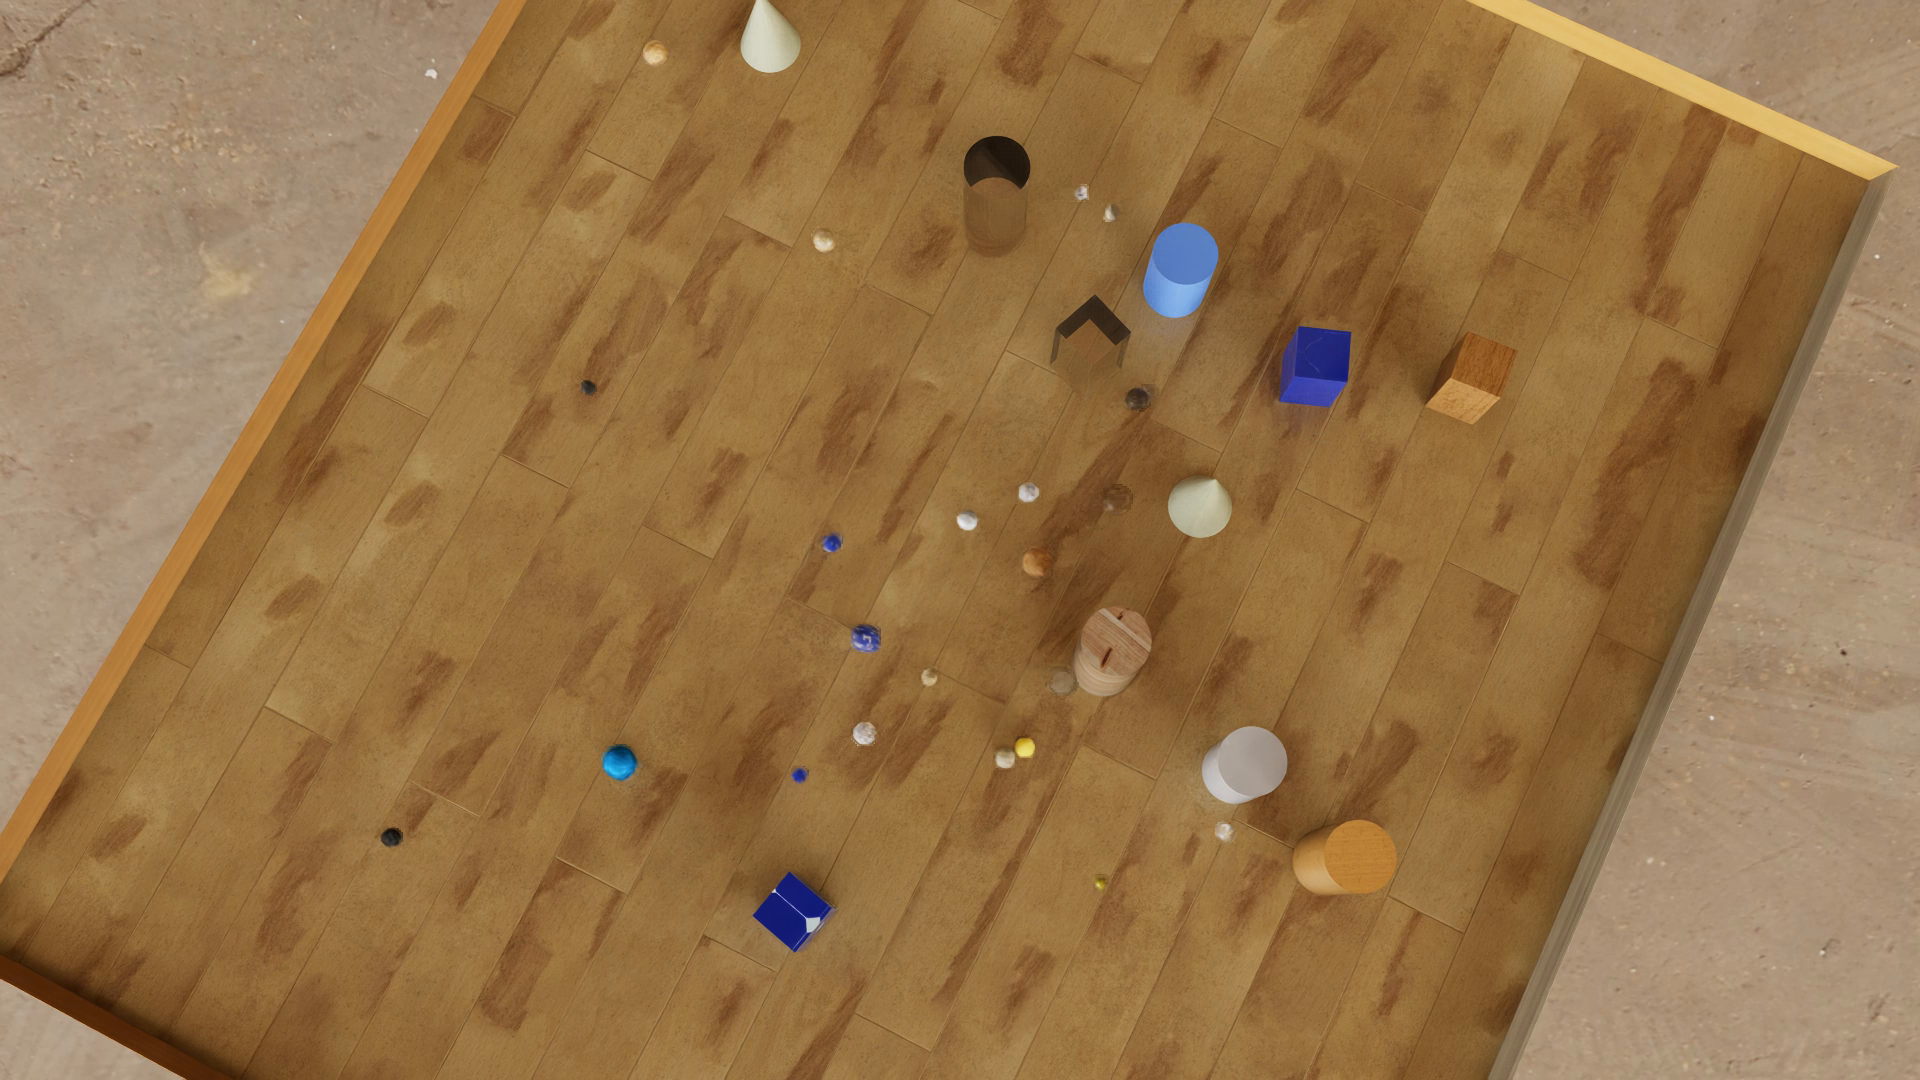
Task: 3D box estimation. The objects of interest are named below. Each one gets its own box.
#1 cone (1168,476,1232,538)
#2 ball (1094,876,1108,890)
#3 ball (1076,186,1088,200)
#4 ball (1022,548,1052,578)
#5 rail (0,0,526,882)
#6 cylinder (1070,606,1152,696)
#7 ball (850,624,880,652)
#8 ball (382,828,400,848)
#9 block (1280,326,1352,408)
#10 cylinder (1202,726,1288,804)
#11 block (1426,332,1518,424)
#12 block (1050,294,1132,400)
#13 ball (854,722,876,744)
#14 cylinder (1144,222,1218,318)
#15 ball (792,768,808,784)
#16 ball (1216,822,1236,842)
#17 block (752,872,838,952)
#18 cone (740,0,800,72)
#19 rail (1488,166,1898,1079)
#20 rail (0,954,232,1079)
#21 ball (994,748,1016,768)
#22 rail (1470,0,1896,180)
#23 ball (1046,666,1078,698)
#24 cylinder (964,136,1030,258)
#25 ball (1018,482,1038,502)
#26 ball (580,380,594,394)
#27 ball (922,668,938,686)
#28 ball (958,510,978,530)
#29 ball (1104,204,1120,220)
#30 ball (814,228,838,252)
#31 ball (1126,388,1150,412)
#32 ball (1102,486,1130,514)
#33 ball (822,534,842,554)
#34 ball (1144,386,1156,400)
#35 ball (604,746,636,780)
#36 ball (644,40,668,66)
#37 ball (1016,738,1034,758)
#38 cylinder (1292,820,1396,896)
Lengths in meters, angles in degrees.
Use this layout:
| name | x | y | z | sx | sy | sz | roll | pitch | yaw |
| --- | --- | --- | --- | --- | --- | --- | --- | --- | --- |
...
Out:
| name | x | y | z | sx | sy | sz | roll | pitch | yaw |
| --- | --- | --- | --- | --- | --- | --- | --- | --- | --- |
| cone | 0.739 | -0.140 | 5.463 | 0.196 | 0.358 | 0.196 | 0 | 78 | 0 |
| ball | 0.415 | 1.008 | 5.387 | 0.041 | 0.041 | 0.041 | 0 | 78 | 0 |
| ball | 0.387 | -1.103 | 5.824 | 0.040 | 0.040 | 0.040 | 0 | 78 | 0 |
| ball | 0.232 | 0.069 | 5.556 | 0.091 | 0.091 | 0.091 | 0 | 78 | 0 |
| rail | -1.852 | -0.900 | 5.737 | 0.045 | 0.128 | 4.750 | 26 | 80 | 5 |
| cylinder | 0.433 | 0.328 | 5.307 | 0.196 | 0.474 | 0.196 | 0 | 78 | 0 |
| ball | -0.285 | 0.295 | 5.511 | 0.088 | 0.088 | 0.088 | 0 | 78 | 0 |
| ball | -1.680 | 0.879 | 5.407 | 0.055 | 0.055 | 0.055 | 0 | 78 | 0 |
| block | 1.080 | -0.526 | 5.586 | 0.157 | 0.272 | 0.157 | 6 | 78 | 1 |
| cylinder | 0.820 | 0.655 | 5.307 | 0.196 | 0.341 | 0.196 | 0 | 78 | 0 |
| block | 1.550 | -0.489 | 5.564 | 0.157 | 0.301 | 0.157 | 22 | 79 | 4 |
| block | 0.391 | -0.578 | 5.548 | 0.157 | 0.369 | 0.157 | -41 | 81 | -8 |
| ball | -0.284 | 0.576 | 5.462 | 0.069 | 0.069 | 0.069 | 0 | 78 | 0 |
| cylinder | 0.675 | -0.826 | 5.632 | 0.196 | 0.304 | 0.196 | 0 | 78 | 0 |
| ball | -0.477 | 0.701 | 5.449 | 0.045 | 0.045 | 0.045 | 0 | 78 | 0 |
| ball | 0.785 | 0.863 | 5.409 | 0.056 | 0.056 | 0.056 | 0 | 78 | 0 |
| block | -0.469 | 1.068 | 5.256 | 0.157 | 0.274 | 0.157 | 39 | 81 | 7 |
| cone | -0.615 | -1.644 | 5.782 | 0.196 | 0.342 | 0.196 | 0 | 78 | 0 |
| rail | 1.852 | 0.913 | 5.361 | 0.045 | 0.128 | 4.750 | 26 | 80 | 5 |
| rail | -1.051 | 2.066 | 5.123 | 4.188 | 0.128 | 0.045 | 26 | 80 | 5 |
| ball | 0.134 | 0.648 | 5.451 | 0.062 | 0.062 | 0.062 | 0 | 78 | 0 |
| rail | 1.051 | -2.052 | 5.975 | 4.188 | 0.128 | 0.045 | 26 | 80 | 5 |
| ball | 0.301 | 0.422 | 5.457 | 0.094 | 0.094 | 0.094 | 0 | 78 | 0 |
| cylinder | 0.108 | -1.040 | 5.586 | 0.196 | 0.481 | 0.196 | 0 | 78 | 0 |
| ball | 0.210 | -0.146 | 5.615 | 0.062 | 0.062 | 0.062 | 0 | 78 | 0 |
| ball | -1.157 | -0.475 | 5.692 | 0.044 | 0.044 | 0.044 | 0 | 78 | 0 |
| ball | -0.091 | 0.412 | 5.505 | 0.052 | 0.052 | 0.052 | 0 | 78 | 0 |
| ball | 0.023 | -0.060 | 5.596 | 0.065 | 0.065 | 0.065 | 0 | 78 | 0 |
| ball | 0.483 | -1.038 | 5.805 | 0.052 | 0.052 | 0.052 | 0 | 78 | 0 |
| ball | -0.424 | -0.944 | 5.773 | 0.077 | 0.077 | 0.077 | 0 | 78 | 0 |
| ball | 0.547 | -0.434 | 5.646 | 0.073 | 0.073 | 0.073 | 0 | 78 | 0 |
| ball | 0.478 | -0.122 | 5.599 | 0.085 | 0.085 | 0.085 | 0 | 78 | 0 |
| ball | -0.390 | 0.010 | 5.583 | 0.061 | 0.061 | 0.061 | 0 | 78 | 0 |
| ball | 0.585 | -0.456 | 5.687 | 0.048 | 0.048 | 0.048 | 0 | 78 | 0 |
| ball | -1.008 | 0.662 | 5.430 | 0.098 | 0.098 | 0.098 | 0 | 78 | 0 |
| ball | -0.980 | -1.568 | 5.900 | 0.080 | 0.080 | 0.080 | 0 | 78 | 0 |
| ball | 0.193 | 0.617 | 5.459 | 0.058 | 0.058 | 0.058 | 0 | 78 | 0 |
| cylinder | 1.081 | 0.903 | 5.183 | 0.196 | 0.482 | 0.196 | 0 | 78 | 0 |
